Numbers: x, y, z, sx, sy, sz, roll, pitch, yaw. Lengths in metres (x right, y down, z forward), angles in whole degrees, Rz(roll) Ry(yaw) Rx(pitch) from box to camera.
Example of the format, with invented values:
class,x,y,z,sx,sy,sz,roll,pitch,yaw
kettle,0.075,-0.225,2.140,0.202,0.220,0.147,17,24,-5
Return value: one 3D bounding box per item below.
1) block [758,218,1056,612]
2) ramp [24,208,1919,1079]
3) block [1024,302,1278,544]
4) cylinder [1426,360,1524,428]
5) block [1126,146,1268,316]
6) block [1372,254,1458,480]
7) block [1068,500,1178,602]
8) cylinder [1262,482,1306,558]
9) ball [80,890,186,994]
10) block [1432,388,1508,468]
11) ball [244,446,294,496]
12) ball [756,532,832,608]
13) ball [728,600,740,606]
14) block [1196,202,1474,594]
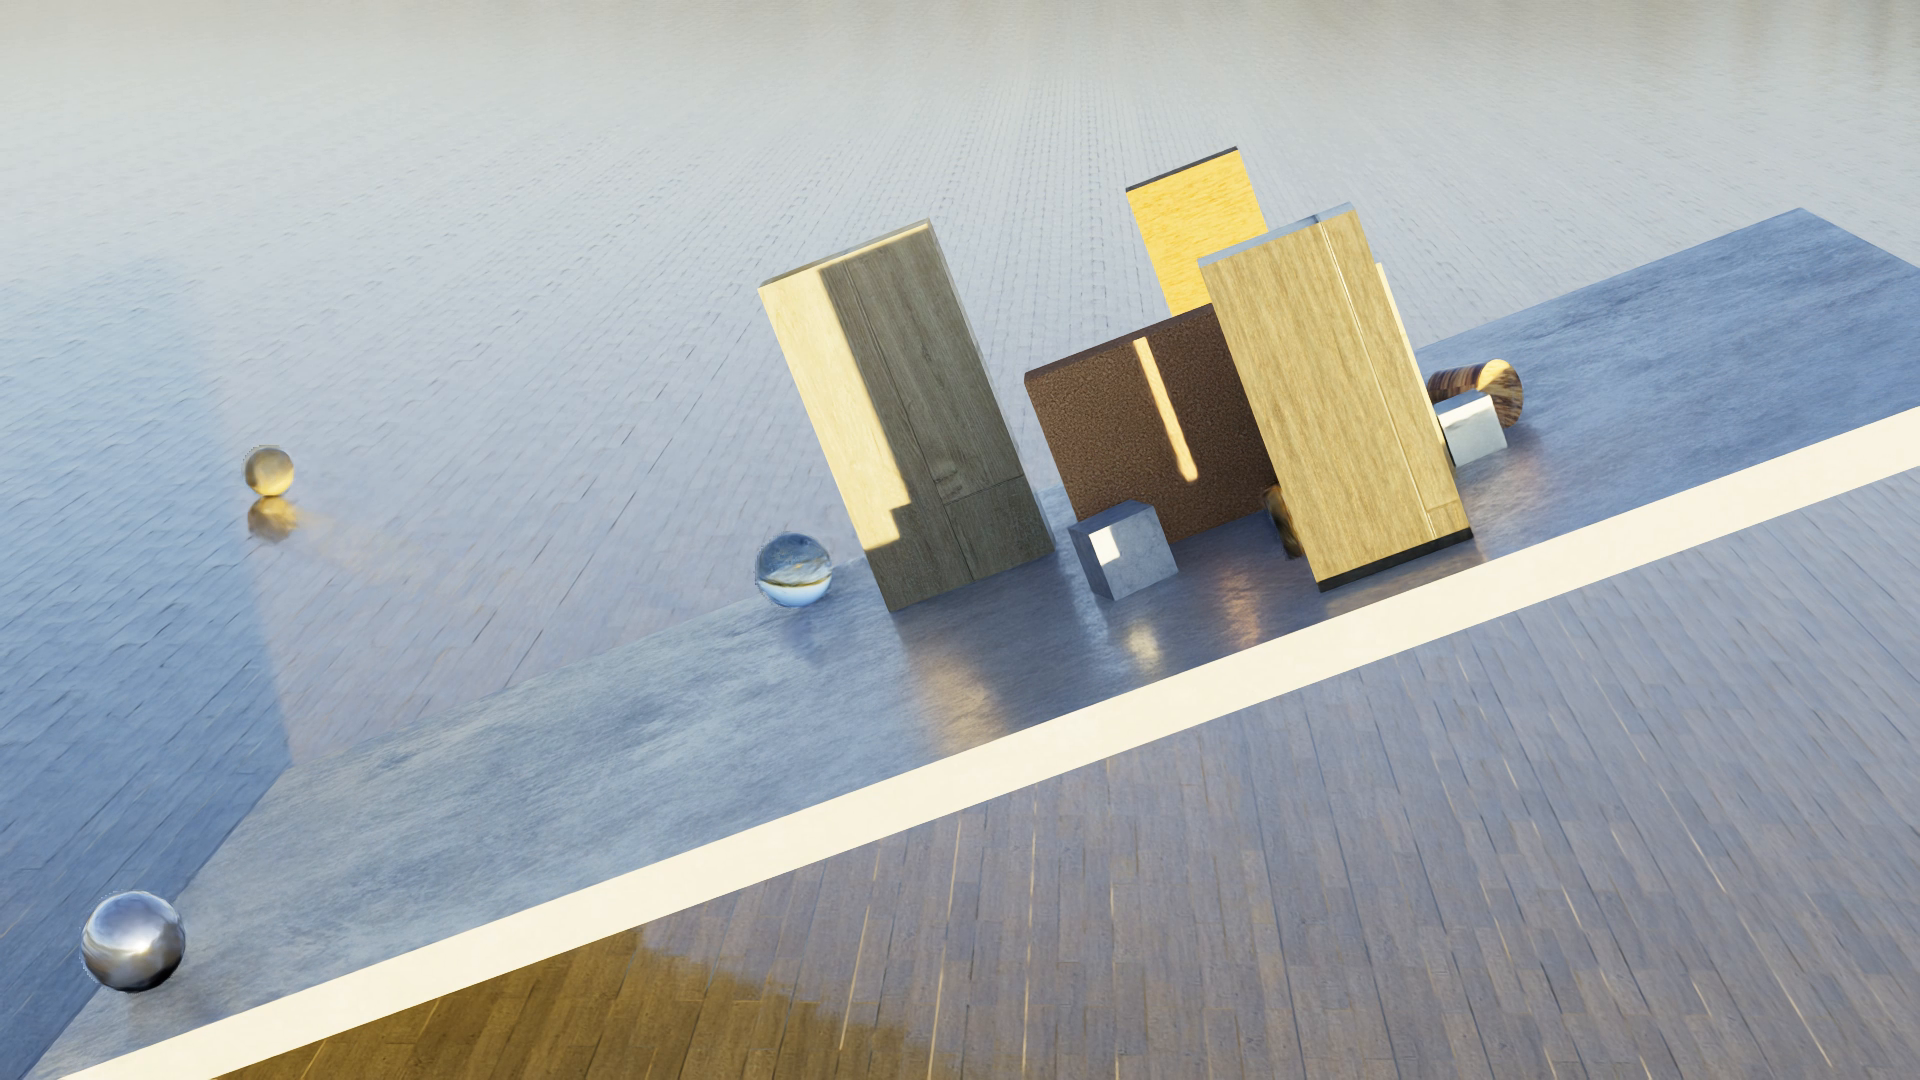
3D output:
class,x,y,z,sx,sy,sz,roll,pitch,yaw
block,-0.114,-0.275,6.549,0.399,0.784,0.114,-20,12,7
ramp,0.121,0.175,6.293,4.000,0.100,2.000,-20,12,7
block,0.423,-0.223,6.217,0.449,0.434,0.114,-20,12,7
cylinder,1.067,-0.295,6.104,0.143,0.143,0.143,-12,3,-40
block,0.630,-0.572,6.906,0.277,0.638,0.094,-20,12,7
block,0.784,-0.302,5.862,0.262,0.459,0.126,-20,12,7
block,0.332,0.019,6.002,0.147,0.147,0.147,-24,12,-12
cylinder,0.665,-0.053,5.601,0.138,0.138,0.138,-22,3,1
ball,-1.659,0.806,5.904,0.204,0.204,0.204,0,13,0
block,1.023,-0.227,5.954,0.112,0.112,0.112,-22,12,-2
ball,-2.587,-0.256,11.010,0.185,0.185,0.185,0,13,0
ball,-0.393,0.072,6.978,0.181,0.181,0.181,0,13,0
ball,-0.676,0.244,9.074,0.117,0.117,0.117,0,13,0
block,0.687,-0.260,5.389,0.297,0.645,0.115,-20,12,7
